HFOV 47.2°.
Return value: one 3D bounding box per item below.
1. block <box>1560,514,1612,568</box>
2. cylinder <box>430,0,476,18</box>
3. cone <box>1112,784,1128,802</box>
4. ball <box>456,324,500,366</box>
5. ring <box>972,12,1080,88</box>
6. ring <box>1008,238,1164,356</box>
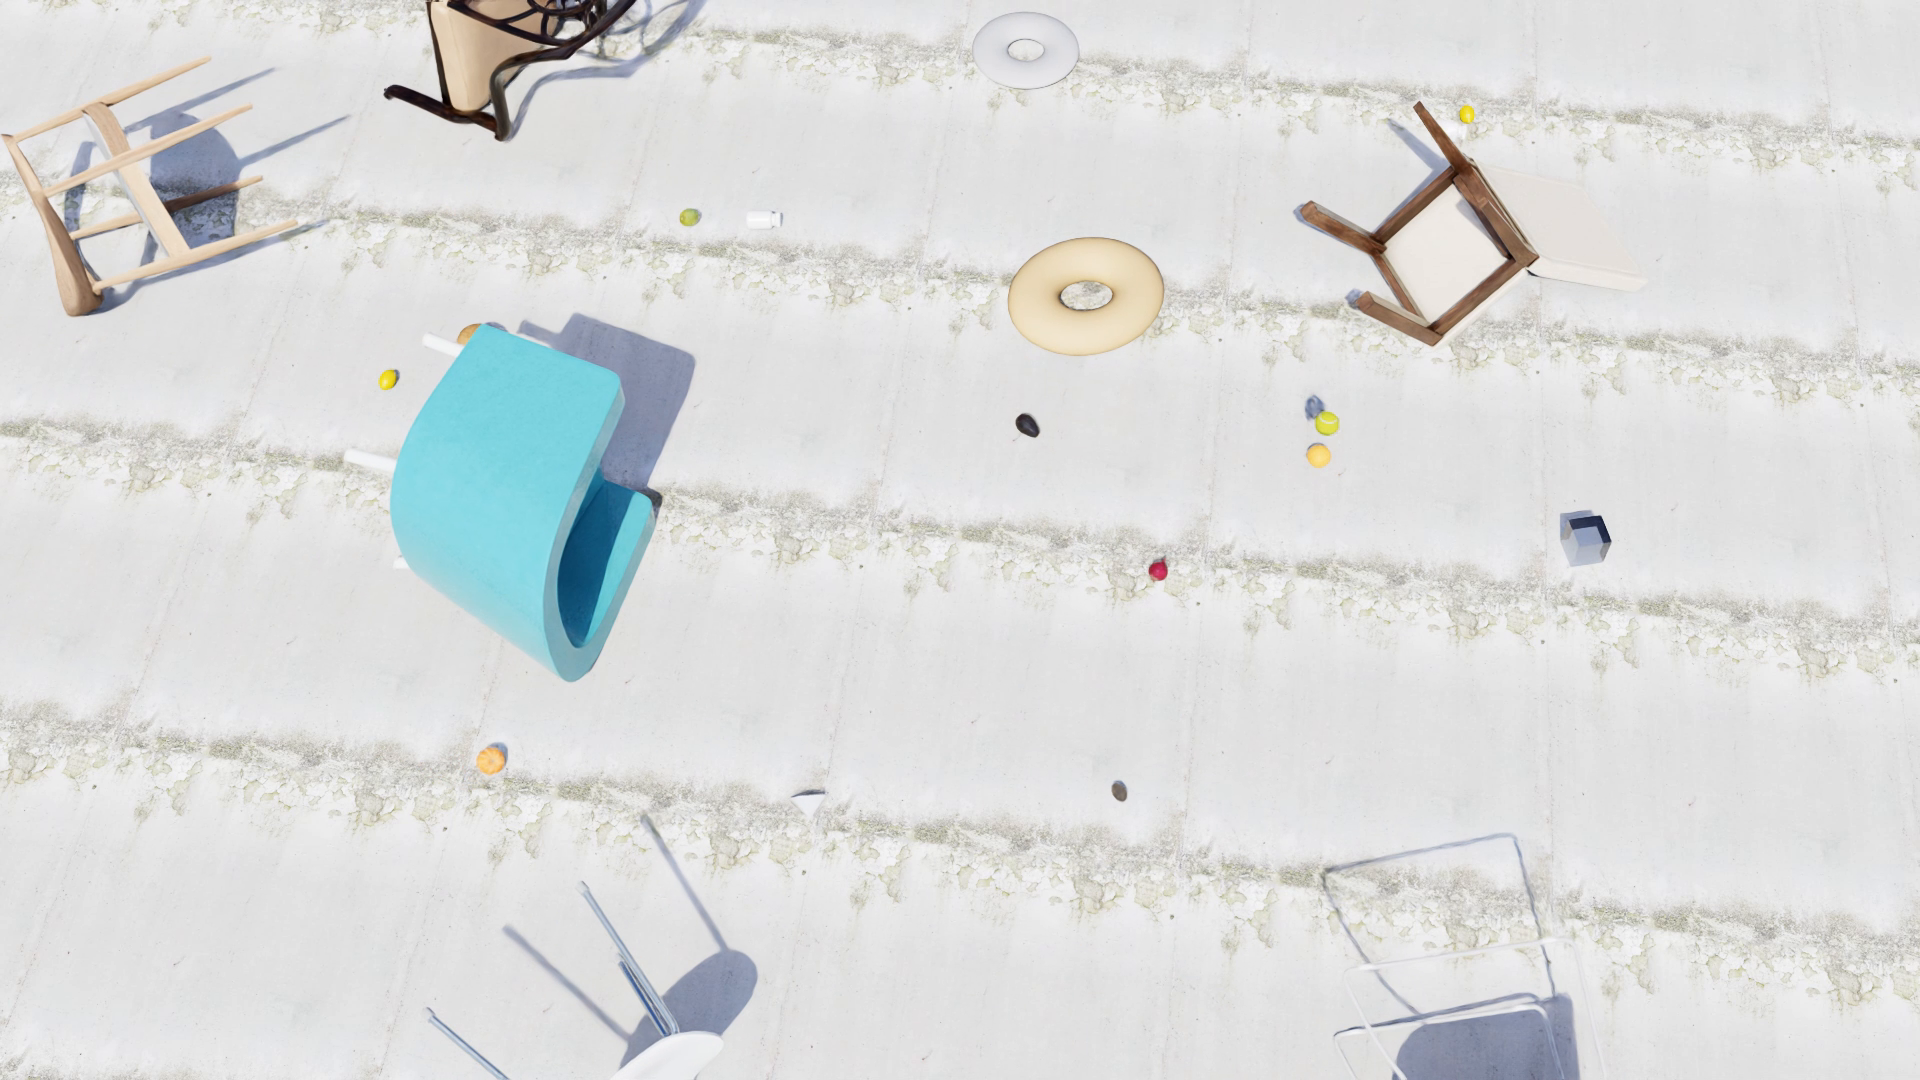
[{"bbox_3d":[1.851,0.003,6.505,0.101,0.110,0.097,-8,57,-5],"label":"block"},{"bbox_3d":[-1.841,-1.984,7.839,0.144,0.111,0.261,-22,59,-20],"label":"cylinder"},{"bbox_3d":[0.451,0.696,6.095,0.057,0.046,0.035,44,32,23],"label":"cone"},{"bbox_3d":[-1.511,-0.612,6.902,0.136,0.136,0.136,0,56,0],"label":"ball"},{"bbox_3d":[0.229,-1.714,7.689,0.378,0.059,0.373,-18,58,-12],"label":"ring"},{"bbox_3d":[0.402,-0.780,7.021,0.514,0.129,0.443,-20,59,-12],"label":"ring"}]
